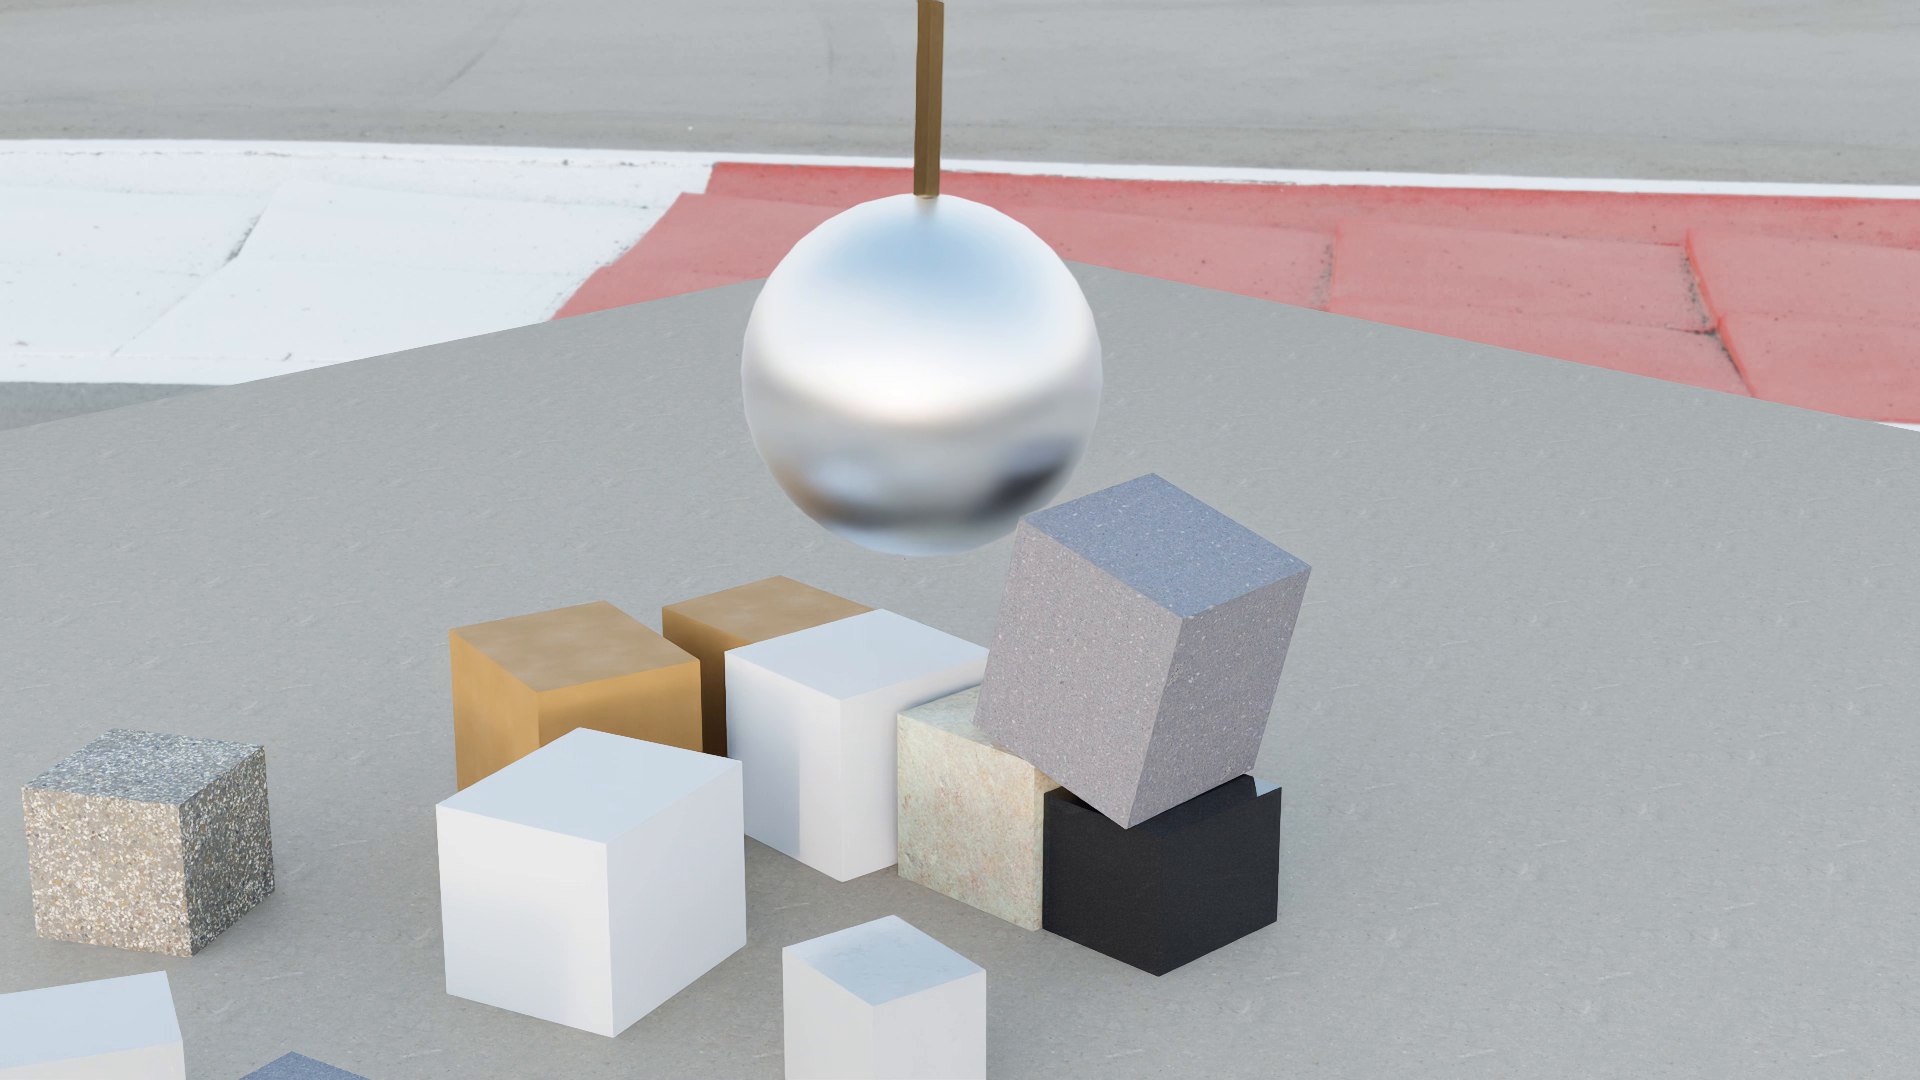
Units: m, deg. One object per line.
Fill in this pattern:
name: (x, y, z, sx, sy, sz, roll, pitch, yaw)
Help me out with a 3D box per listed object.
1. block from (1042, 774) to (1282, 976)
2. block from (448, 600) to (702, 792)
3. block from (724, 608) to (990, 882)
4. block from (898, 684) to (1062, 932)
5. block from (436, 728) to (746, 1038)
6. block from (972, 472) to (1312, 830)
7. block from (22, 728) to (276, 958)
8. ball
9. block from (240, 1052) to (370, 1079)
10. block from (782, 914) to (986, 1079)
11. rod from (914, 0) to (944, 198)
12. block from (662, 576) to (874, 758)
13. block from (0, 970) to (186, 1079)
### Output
block: (0.883, 1.393, 12.843, 0.792, 0.642, 0.679, -17, 24, -42)
block: (-1.815, 0.926, 13.869, 0.815, 0.917, 1.021, -11, 20, -30)
block: (-0.459, 0.948, 13.852, 0.954, 0.885, 0.862, -15, 23, -39)
block: (0.340, 1.155, 13.349, 0.906, 0.791, 0.854, -17, 24, -42)
block: (-1.540, 1.422, 12.396, 0.847, 0.854, 1.006, 9, 20, 27)
block: (0.775, 0.460, 12.635, 0.907, 1.044, 0.882, 33, 34, 32)
block: (-3.571, 1.325, 12.952, 0.760, 0.706, 0.731, 5, 18, 15)
ball: (-0.169, -0.725, 12.937, 1.600, 1.600, 1.600, 0, 17, 0)
block: (-2.357, 2.241, 10.278, 0.562, 0.560, 0.640, 11, 21, 32)
block: (-0.295, 1.886, 11.403, 0.526, 0.564, 0.623, -12, 21, -34)
rod: (-0.073, -3.995, 12.010, 0.080, 5.200, 0.080, 17, 22, 42)
block: (-0.934, 0.748, 14.532, 0.748, 0.860, 0.763, -15, 23, -40)
block: (-3.145, 2.054, 10.634, 0.627, 0.704, 0.606, -6, 18, -19)
